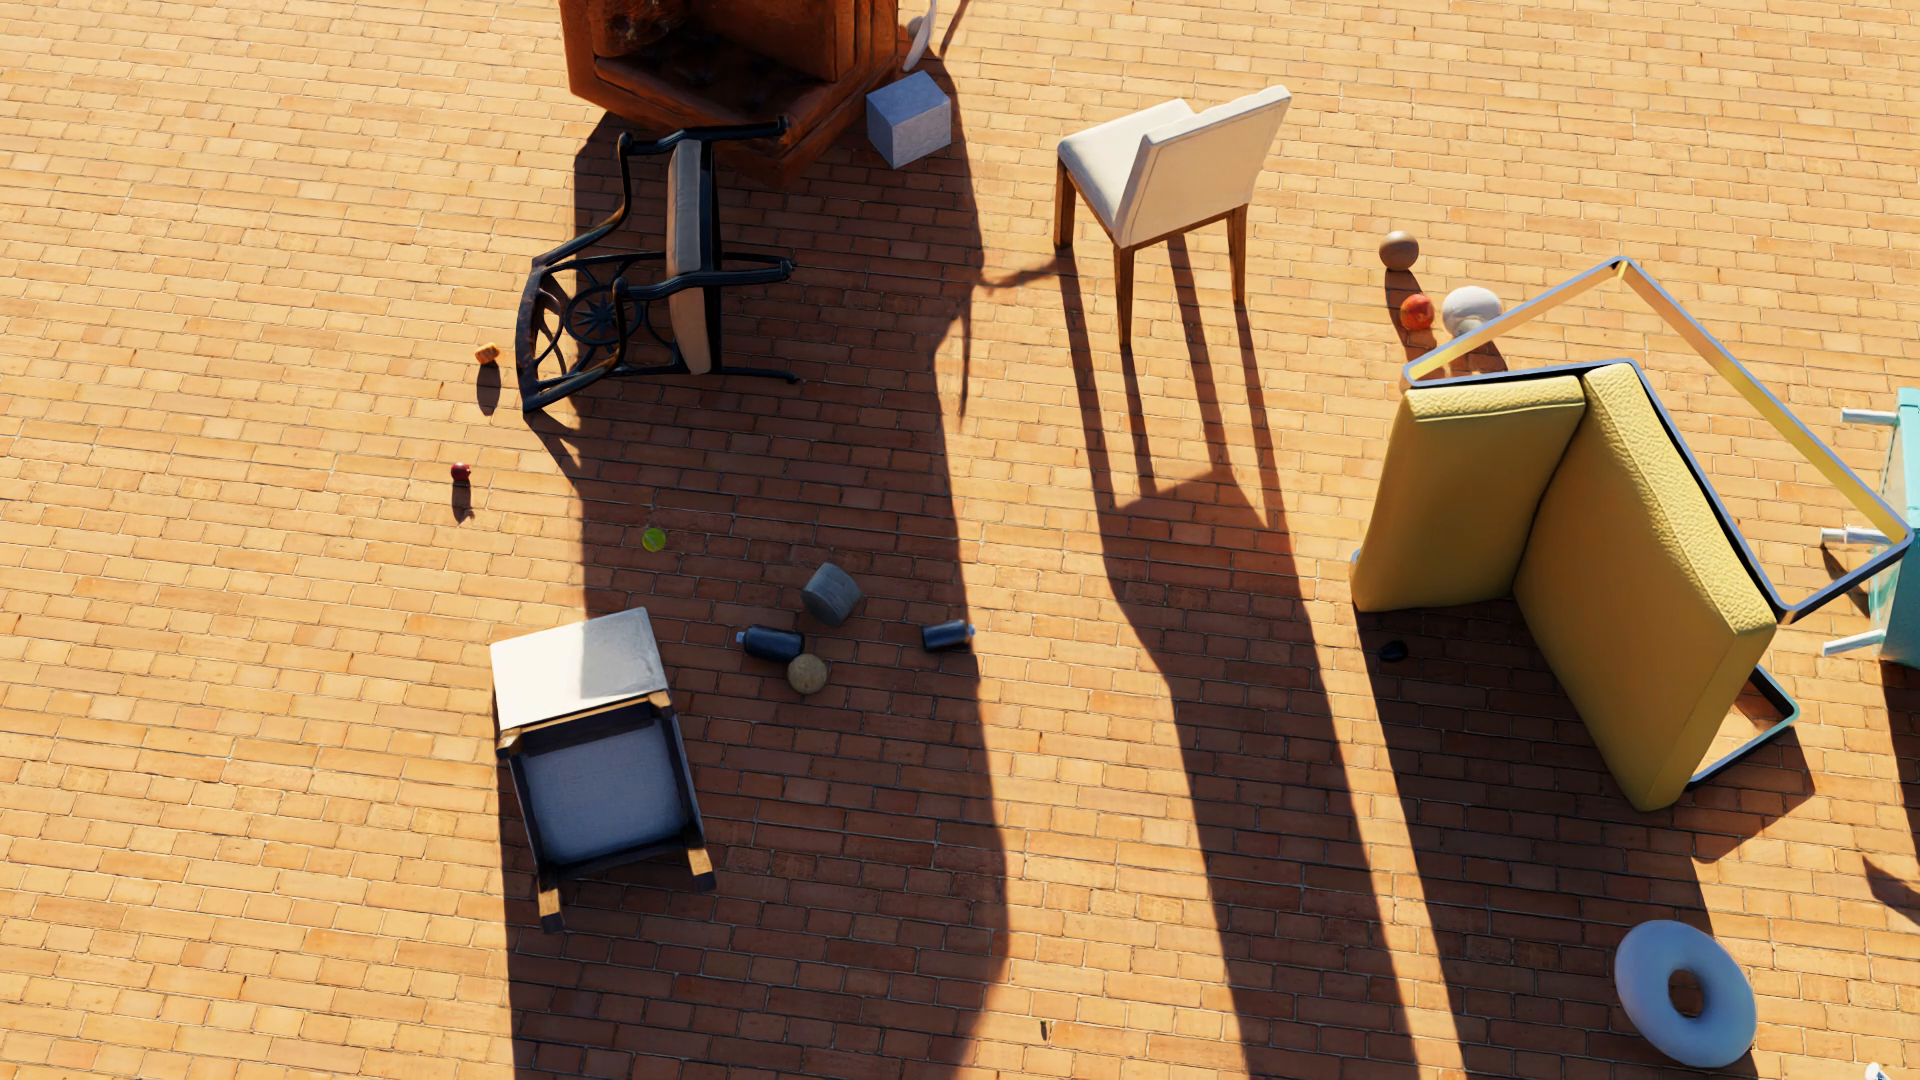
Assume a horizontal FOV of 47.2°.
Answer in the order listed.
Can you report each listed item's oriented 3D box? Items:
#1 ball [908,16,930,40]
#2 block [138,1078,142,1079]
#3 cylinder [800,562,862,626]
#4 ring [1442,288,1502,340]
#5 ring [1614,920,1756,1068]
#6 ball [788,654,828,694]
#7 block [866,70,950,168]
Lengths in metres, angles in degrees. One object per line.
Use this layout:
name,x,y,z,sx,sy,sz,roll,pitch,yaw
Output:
ball,-0.145,-1.798,7.731,0.082,0.082,0.082,0,56,0
block,-2.086,1.414,5.582,0.037,0.071,0.067,-9,57,-6
cylinder,-0.375,0.159,6.388,0.152,0.118,0.113,46,61,-15
ring,1.620,-0.716,6.961,0.190,0.155,0.128,5,57,6
ring,1.854,1.161,5.621,0.448,0.129,0.312,45,76,-9
ball,-0.435,0.379,6.251,0.113,0.113,0.113,0,56,0
block,-0.173,-1.415,7.401,0.227,0.203,0.171,-28,60,-17
